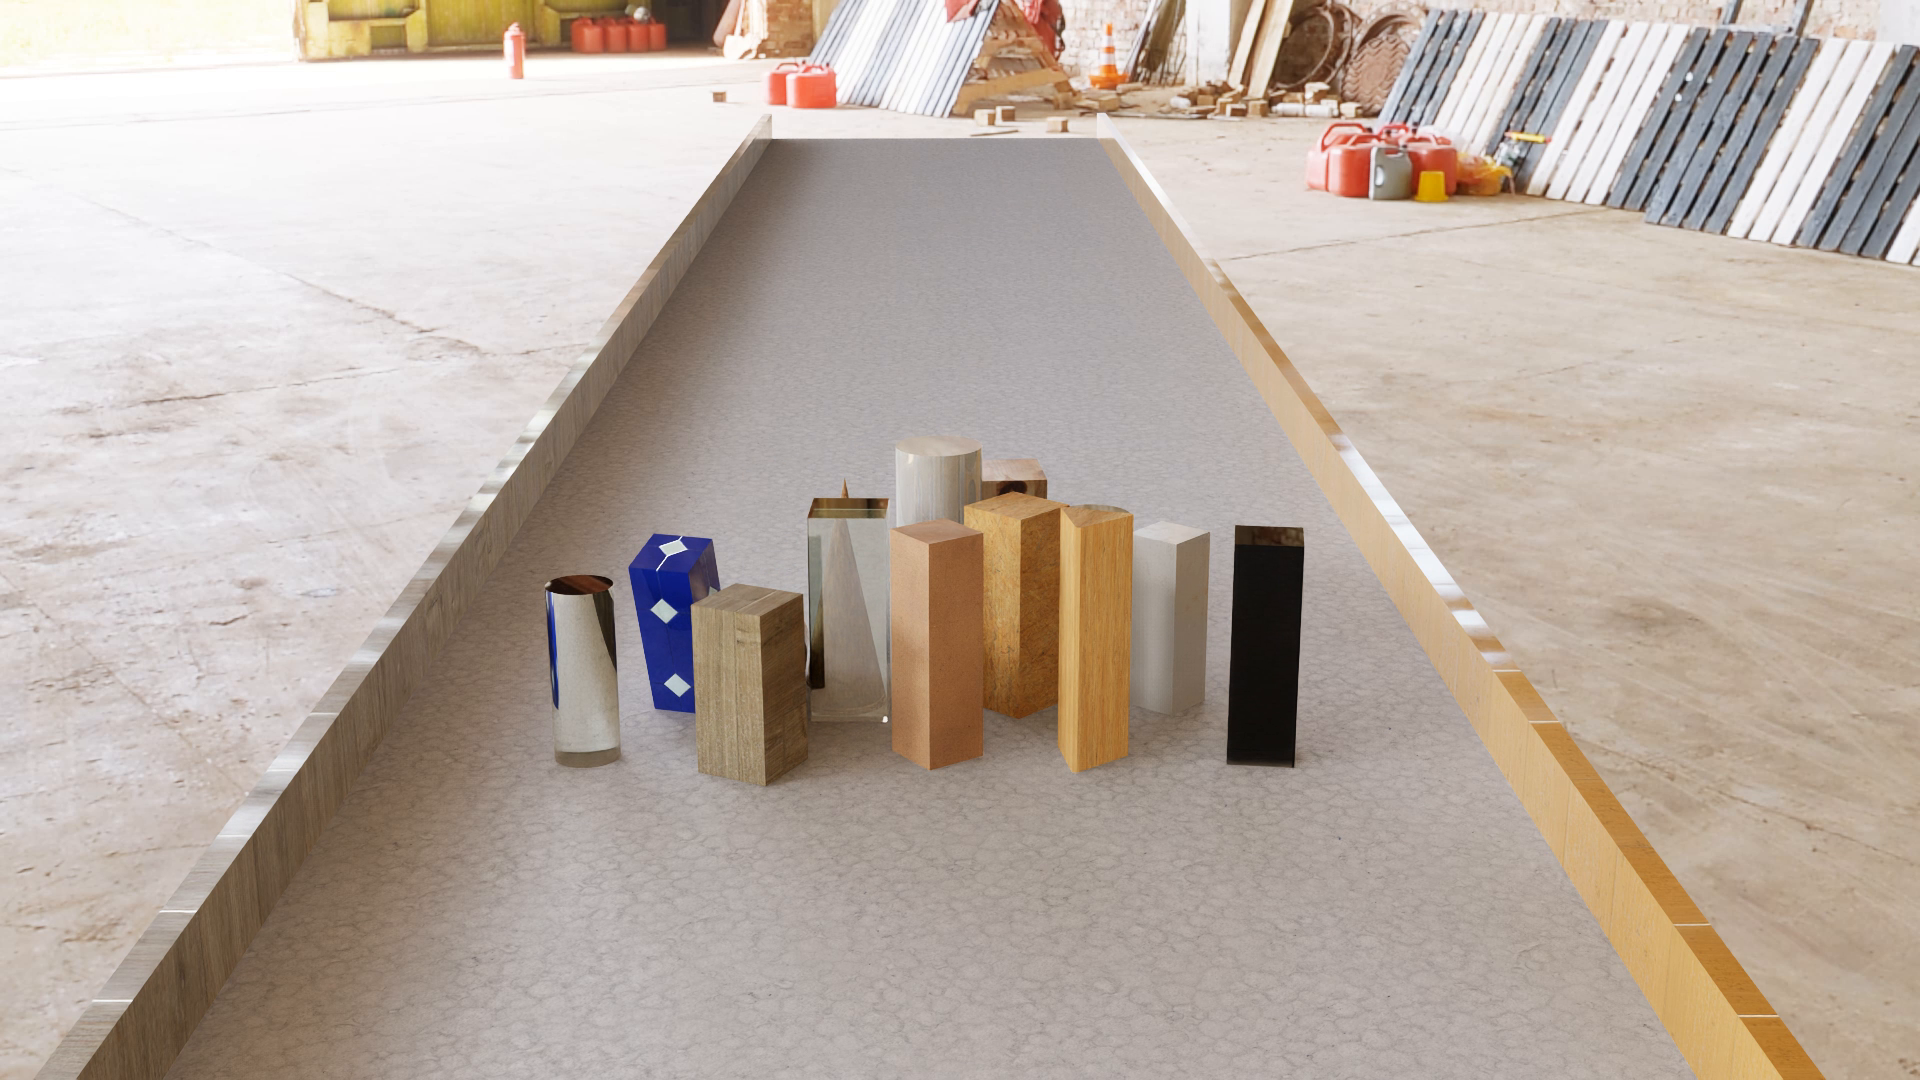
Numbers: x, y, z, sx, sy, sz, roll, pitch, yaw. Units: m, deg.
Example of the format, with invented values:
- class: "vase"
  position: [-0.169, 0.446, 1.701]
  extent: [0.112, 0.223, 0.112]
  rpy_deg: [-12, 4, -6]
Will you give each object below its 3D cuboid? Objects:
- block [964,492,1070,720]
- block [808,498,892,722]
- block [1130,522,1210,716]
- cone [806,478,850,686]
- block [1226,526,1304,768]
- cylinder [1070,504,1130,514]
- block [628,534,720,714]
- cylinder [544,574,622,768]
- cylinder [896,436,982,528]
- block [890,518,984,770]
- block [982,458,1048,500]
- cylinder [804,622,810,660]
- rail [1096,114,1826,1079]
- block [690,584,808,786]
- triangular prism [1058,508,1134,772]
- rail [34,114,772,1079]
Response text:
- class: "block"
  position: [0.106, 0.121, 4.142]
  extent: [0.139, 0.387, 0.139]
  rpy_deg: [15, 22, 40]
- class: "block"
  position: [-0.205, 0.130, 4.102]
  extent: [0.141, 0.392, 0.141]
  rpy_deg: [0, 16, 1]
- class: "block"
  position: [0.390, 0.147, 4.145]
  extent: [0.110, 0.335, 0.110]
  rpy_deg: [14, 21, 38]
- class: "cone"
  position: [-0.220, 0.077, 4.248]
  extent: [0.165, 0.411, 0.165]
  rpy_deg: [0, 17, 0]
- class: "block"
  position: [0.538, 0.188, 3.881]
  extent: [0.119, 0.407, 0.119]
  rpy_deg: [2, 17, 7]
- class: "cylinder"
  position: [0.263, 0.094, 4.383]
  extent: [0.149, 0.301, 0.149]
  rpy_deg: [0, 17, 0]
- class: "block"
  position: [-0.516, 0.158, 4.102]
  extent: [0.118, 0.318, 0.118]
  rpy_deg: [5, 33, 16]
- class: "cylinder"
  position: [-0.665, 0.232, 3.886]
  extent: [0.118, 0.320, 0.118]
  rpy_deg: [0, 17, 0]
- class: "cylinder"
  position: [-0.040, 0.024, 4.377]
  extent: [0.170, 0.437, 0.170]
  rpy_deg: [0, 17, 0]
- class: "block"
  position: [-0.040, 0.183, 3.883]
  extent: [0.117, 0.415, 0.117]
  rpy_deg: [-12, 20, -34]
- class: "block"
  position: [0.085, 0.010, 4.622]
  extent: [0.173, 0.325, 0.173]
  rpy_deg: [-2, 17, -5]
- class: "cylinder"
  position: [-0.362, 0.249, 4.146]
  extent: [0.139, 0.139, 0.391]
  rpy_deg: [0, 17, -1]
- class: "rail"
  position: [0.932, -0.844, 7.801]
  extent: [0.050, 0.150, 12.000]
  rpy_deg: [0, 17, -1]
- class: "block"
  position: [-0.366, 0.250, 3.841]
  extent: [0.140, 0.309, 0.140]
  rpy_deg: [8, 18, 27]
- class: "triangular prism"
  position: [0.215, 0.169, 3.873]
  extent: [0.130, 0.447, 0.113]
  rpy_deg: [-13, 21, -38]
- class: "rail"
  position: [-1.118, -0.838, 7.780]
  extent: [0.050, 0.150, 12.000]
  rpy_deg: [0, 17, -1]
